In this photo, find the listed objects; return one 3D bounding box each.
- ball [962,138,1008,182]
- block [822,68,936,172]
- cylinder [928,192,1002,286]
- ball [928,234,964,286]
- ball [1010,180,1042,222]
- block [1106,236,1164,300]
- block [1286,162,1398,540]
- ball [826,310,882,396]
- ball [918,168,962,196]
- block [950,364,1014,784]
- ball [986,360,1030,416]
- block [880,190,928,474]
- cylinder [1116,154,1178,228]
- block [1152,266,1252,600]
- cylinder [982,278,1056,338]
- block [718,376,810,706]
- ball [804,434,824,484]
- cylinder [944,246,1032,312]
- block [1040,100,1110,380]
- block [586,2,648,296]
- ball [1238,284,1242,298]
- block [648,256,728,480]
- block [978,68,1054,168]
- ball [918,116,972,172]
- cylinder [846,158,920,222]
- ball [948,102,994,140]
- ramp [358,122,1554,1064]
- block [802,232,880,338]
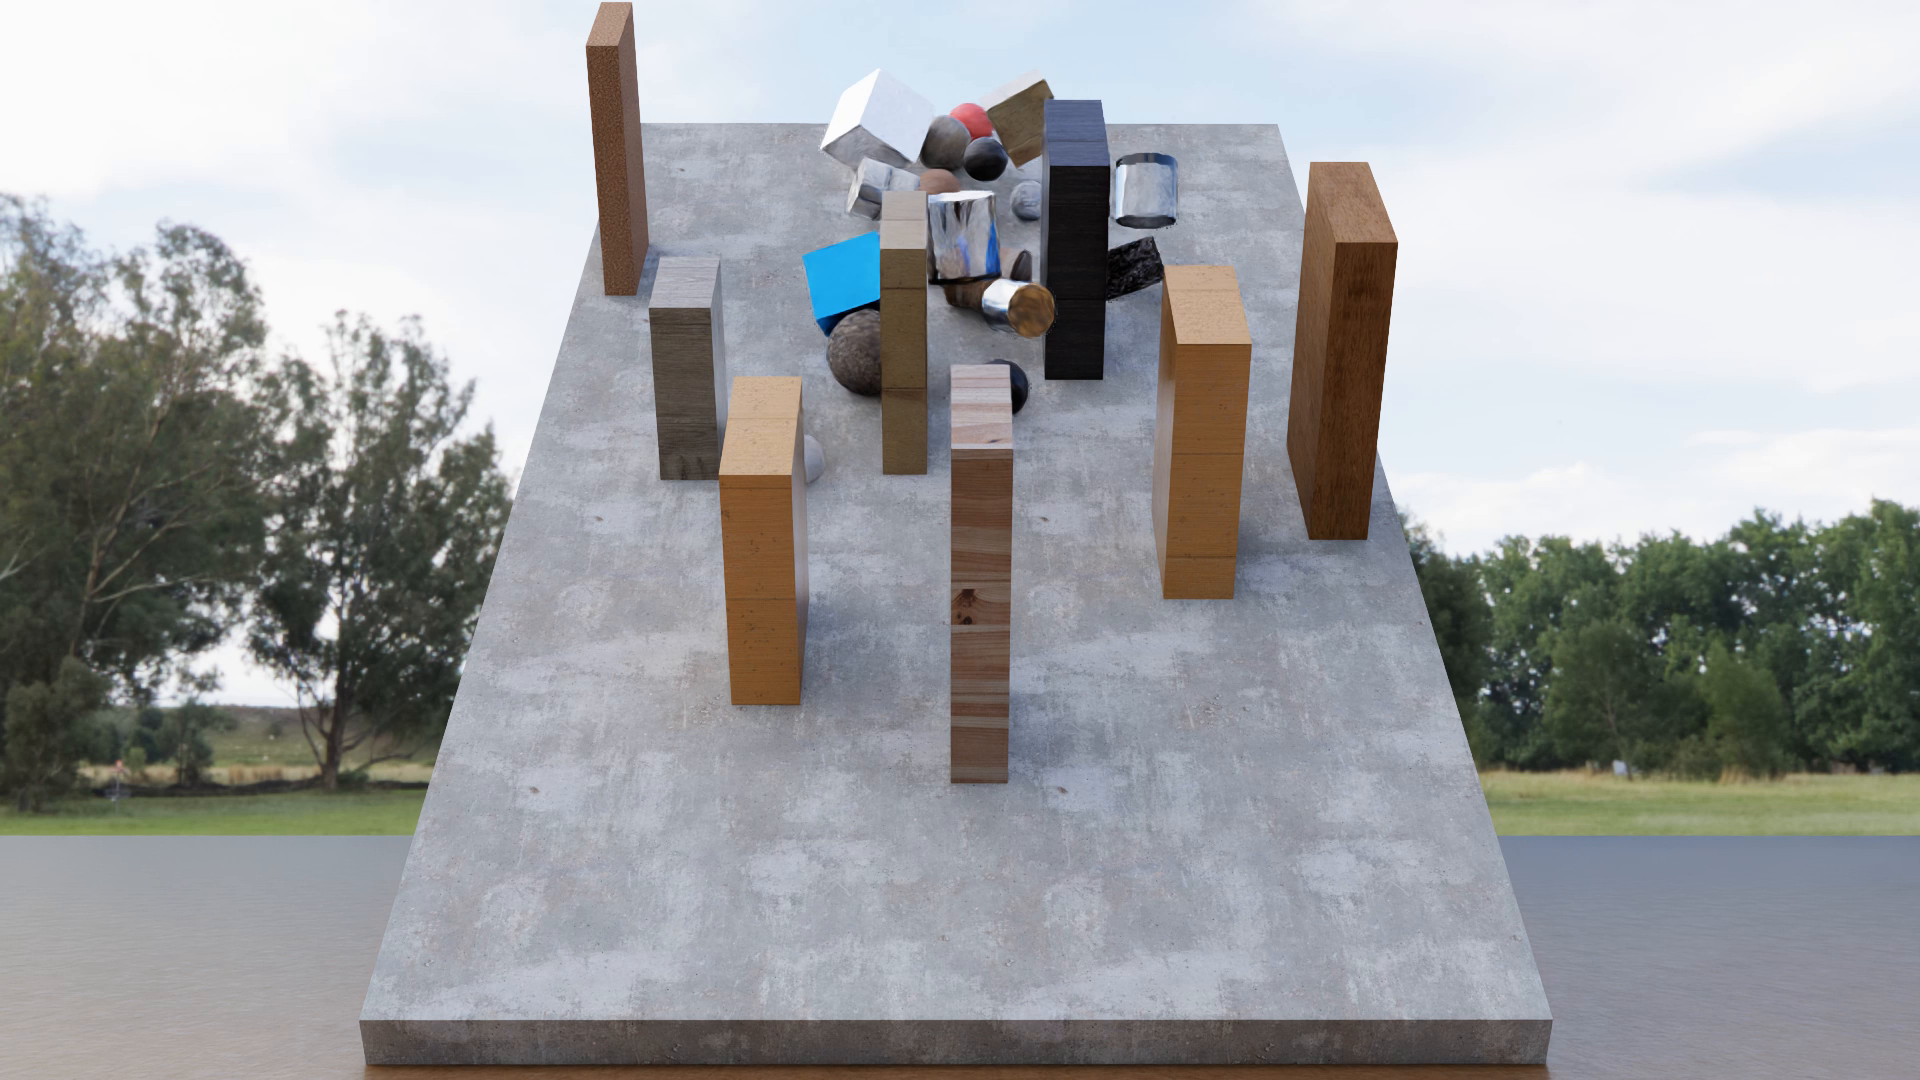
[{"bbox_3d":[0.070,-1.048,6.718,0.123,0.123,0.123,0,-7,0],"label":"ball"},{"bbox_3d":[-0.233,-1.180,6.972,0.205,0.205,0.205,31,-28,-25],"label":"block"},{"bbox_3d":[-0.006,-0.717,5.786,0.196,0.196,0.196,-5,14,1],"label":"cylinder"},{"bbox_3d":[-0.036,-0.745,6.479,0.141,0.141,0.141,0,-7,0],"label":"ball"},{"bbox_3d":[0.197,-0.951,6.844,0.115,0.115,0.115,0,-7,0],"label":"ball"},{"bbox_3d":[0.444,-0.713,6.390,0.121,0.121,0.121,-14,9,46],"label":"block"},{"bbox_3d":[0.838,-0.419,5.398,0.129,0.719,0.428,0,31,0],"label":"block"},{"bbox_3d":[-0.222,-0.457,5.943,0.209,0.209,0.209,0,-7,0],"label":"ball"},{"bbox_3d":[-0.064,-0.973,6.853,0.142,0.142,0.142,0,-7,0],"label":"ball"},{"bbox_3d":[0.037,0.068,4.586,0.109,0.729,0.323,0,31,0],"label":"block"},{"bbox_3d":[0.095,-0.363,5.855,0.142,0.142,0.142,0,-7,0],"label":"ball"},{"bbox_3d":[-0.127,-0.478,5.630,0.102,0.571,0.319,0,31,0],"label":"block"},{"bbox_3d":[0.500,-0.933,6.521,0.164,0.164,0.164,1,-7,0],"label":"cylinder"},{"bbox_3d":[0.508,-0.229,5.192,0.149,0.608,0.368,0,31,0],"label":"block"},{"bbox_3d":[0.137,-0.548,5.758,0.129,0.129,0.129,4,8,-29],"label":"cylinder"},{"bbox_3d":[-0.387,0.000,4.887,0.136,0.529,0.398,0,31,0],"label":"block"},{"bbox_3d":[-0.368,-0.186,5.586,0.117,0.117,0.117,0,-7,0],"label":"ball"},{"bbox_3d":[0.075,-0.682,6.342,0.177,0.177,0.177,12,-3,19],"label":"cylinder"},{"bbox_3d":[0.282,-0.751,6.081,0.145,0.570,0.425,0,31,0],"label":"block"},{"bbox_3d":[-0.898,-1.027,6.411,0.082,0.689,0.330,0,31,0],"label":"block"},{"bbox_3d":[0.651,-0.627,6.284,0.149,0.149,0.149,0,-7,0],"label":"ball"},{"bbox_3d":[-0.622,-0.396,5.617,0.137,0.440,0.267,0,31,0],"label":"block"},{"bbox_3d":[0.189,-1.213,7.000,0.189,0.189,0.189,-28,21,4],"label":"block"},{"bbox_3d":[-0.049,-1.158,7.130,0.168,0.168,0.168,0,-7,0],"label":"ball"},{"bbox_3d":[-0.210,-0.949,6.673,0.156,0.156,0.156,17,-11,-14],"label":"cylinder"},{"bbox_3d":[0.028,-1.231,7.274,0.144,0.144,0.144,0,-7,0],"label":"ball"},{"bbox_3d":[-0.014,-0.196,5.813,2.000,0.100,4.000,0,31,0],"label":"ramp"},{"bbox_3d":[-0.254,-0.612,6.078,0.195,0.195,0.195,-17,-28,9],"label":"block"}]
